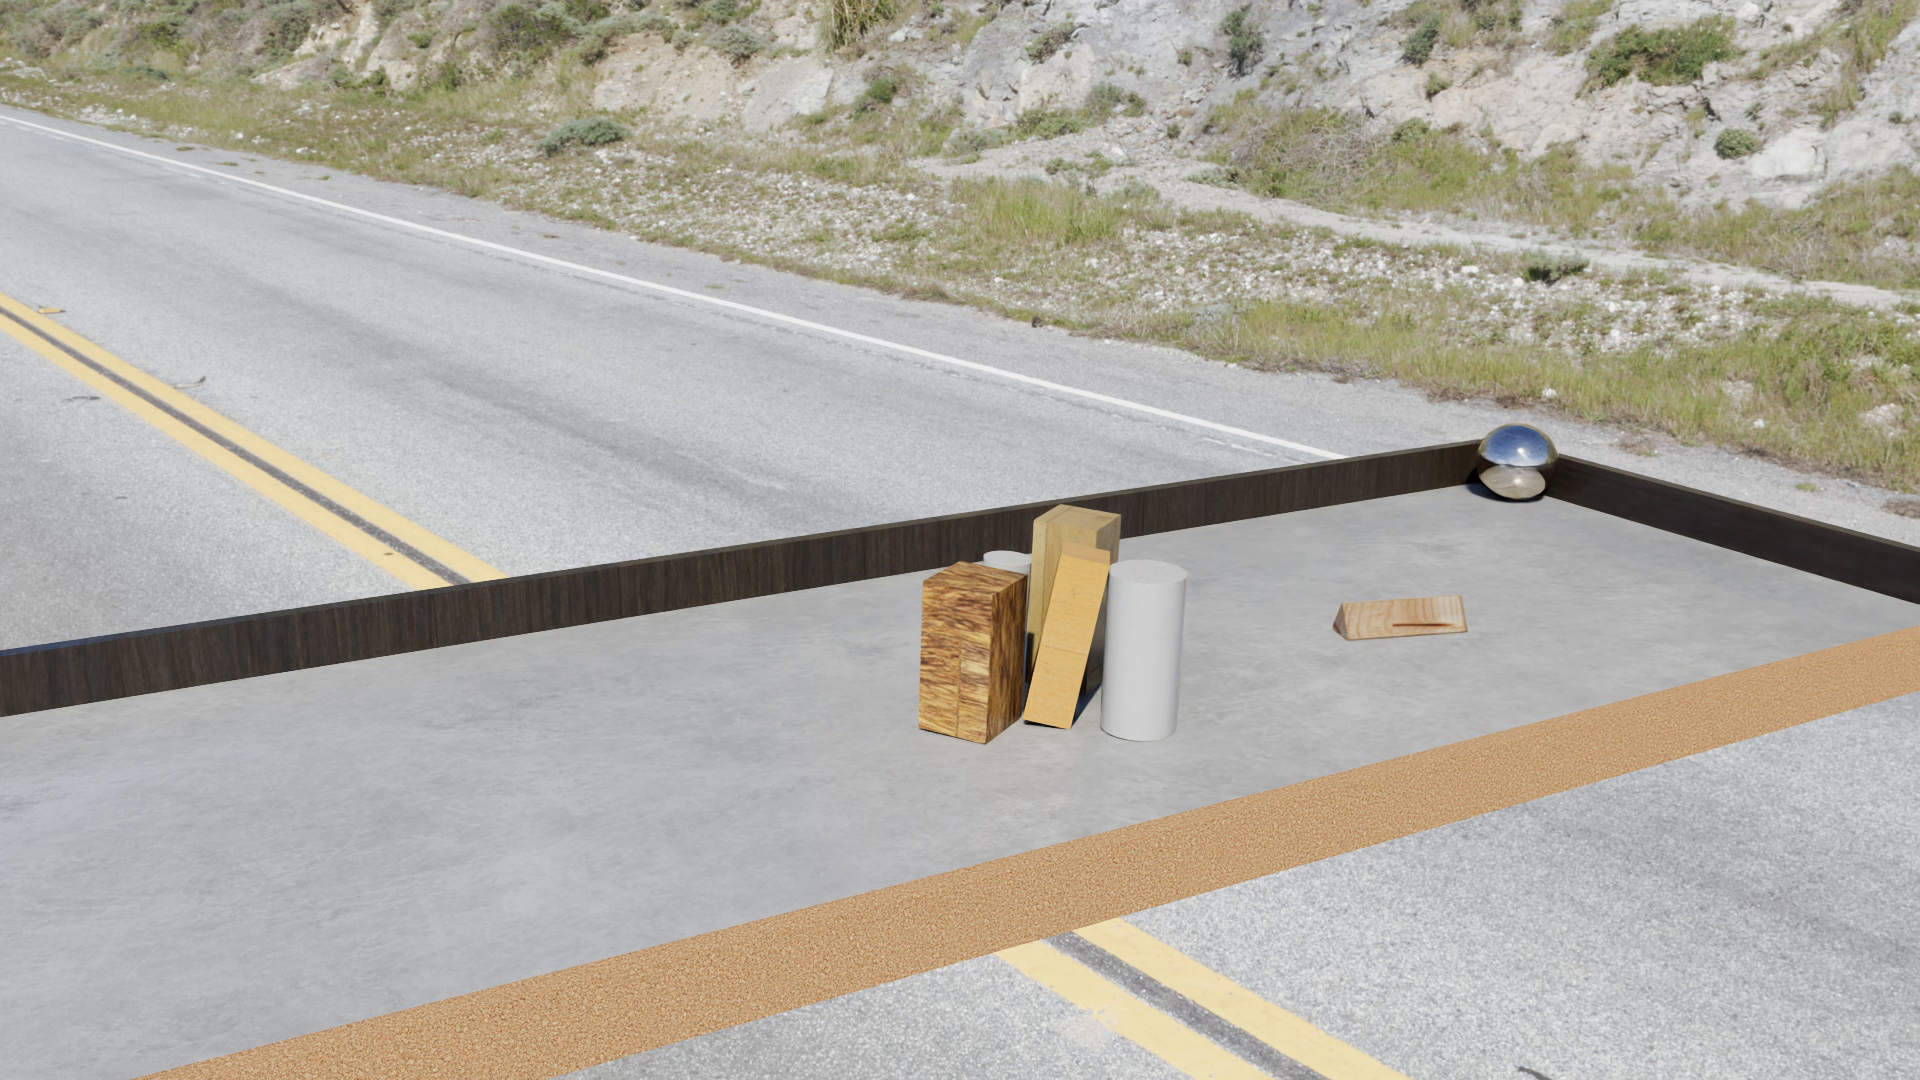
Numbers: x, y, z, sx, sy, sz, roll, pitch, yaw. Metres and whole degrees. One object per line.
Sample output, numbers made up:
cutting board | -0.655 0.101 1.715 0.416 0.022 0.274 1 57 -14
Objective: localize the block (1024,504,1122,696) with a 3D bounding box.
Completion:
block | 0.280 0.146 4.093 0.164 0.424 0.164 11 19 24

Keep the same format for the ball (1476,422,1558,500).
ball | 1.960 -0.277 5.811 0.274 0.274 0.274 0 16 0

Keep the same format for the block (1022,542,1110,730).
block | 0.248 0.222 3.844 0.113 0.411 0.113 13 17 2

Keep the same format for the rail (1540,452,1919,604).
rail | 2.466 -0.048 5.253 0.050 0.150 2.100 -9 18 -27

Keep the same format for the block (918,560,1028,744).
block | 0.030 0.258 3.824 0.177 0.361 0.177 11 20 27

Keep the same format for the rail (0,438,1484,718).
rail | -3.305 0.497 3.399 12.000 0.150 0.050 -9 18 -27

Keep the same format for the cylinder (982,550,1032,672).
cylinder | 0.107 0.198 4.094 0.123 0.322 0.123 4 16 -1

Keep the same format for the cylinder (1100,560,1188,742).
cylinder | 0.422 0.253 3.811 0.180 0.380 0.180 1 17 0

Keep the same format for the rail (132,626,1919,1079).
rail | -2.336 1.006 1.665 12.000 0.150 0.050 -9 18 -27

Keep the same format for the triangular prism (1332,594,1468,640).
triangular prism | 1.202 0.203 4.497 0.349 0.090 0.103 -3 16 -11
